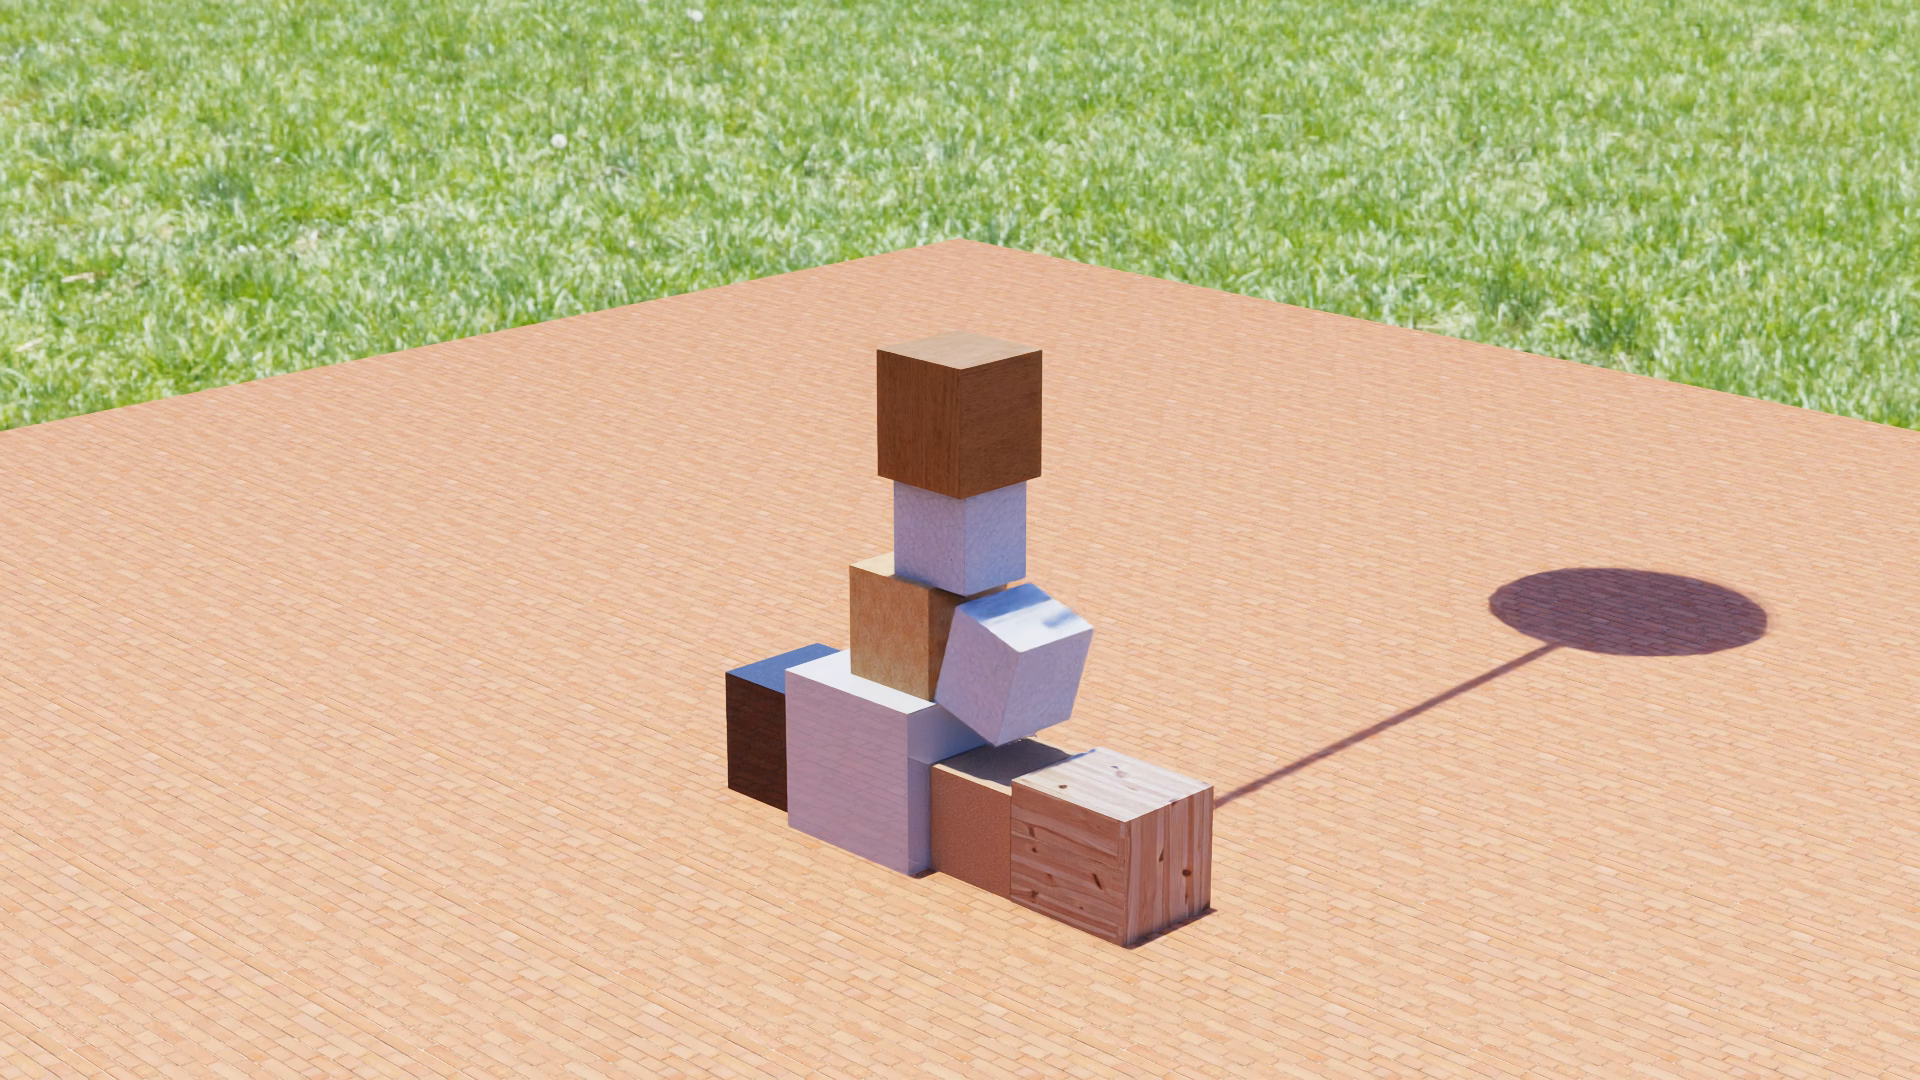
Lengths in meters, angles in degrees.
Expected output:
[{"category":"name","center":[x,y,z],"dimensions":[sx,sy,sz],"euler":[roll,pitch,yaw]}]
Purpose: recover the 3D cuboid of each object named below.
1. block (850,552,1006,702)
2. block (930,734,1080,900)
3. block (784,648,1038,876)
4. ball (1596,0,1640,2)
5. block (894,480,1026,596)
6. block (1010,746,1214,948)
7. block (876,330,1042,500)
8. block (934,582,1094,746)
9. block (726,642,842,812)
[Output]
[{"category":"block","center":[-0.150,0.372,13.618],"dimensions":[0.502,0.535,0.522],"euler":[-17,24,-42]},{"category":"block","center":[0.257,1.262,13.479],"dimensions":[0.596,0.509,0.507],"euler":[-17,24,-42]},{"category":"block","center":[-0.228,0.985,13.886],"dimensions":[0.854,0.795,0.826],"euler":[-17,24,-42]},{"category":"ball","center":[3.610,-3.737,15.951],"dimensions":[1.600,1.600,1.600],"euler":[0,17,0]},{"category":"block","center":[0.000,-0.064,13.321],"dimensions":[0.392,0.474,0.460],"euler":[-17,24,-42]},{"category":"block","center":[0.674,1.354,13.053],"dimensions":[0.586,0.589,0.676],"euler":[-17,24,-42]},{"category":"block","center":[-0.002,-0.570,13.160],"dimensions":[0.516,0.589,0.532],"euler":[-17,24,-42]},{"category":"block","center":[0.242,0.558,13.278],"dimensions":[0.482,0.504,0.417],"euler":[-17,41,-42]},{"category":"block","center":[-0.732,0.927,14.376],"dimensions":[0.608,0.610,0.554],"euler":[-17,24,-42]}]
